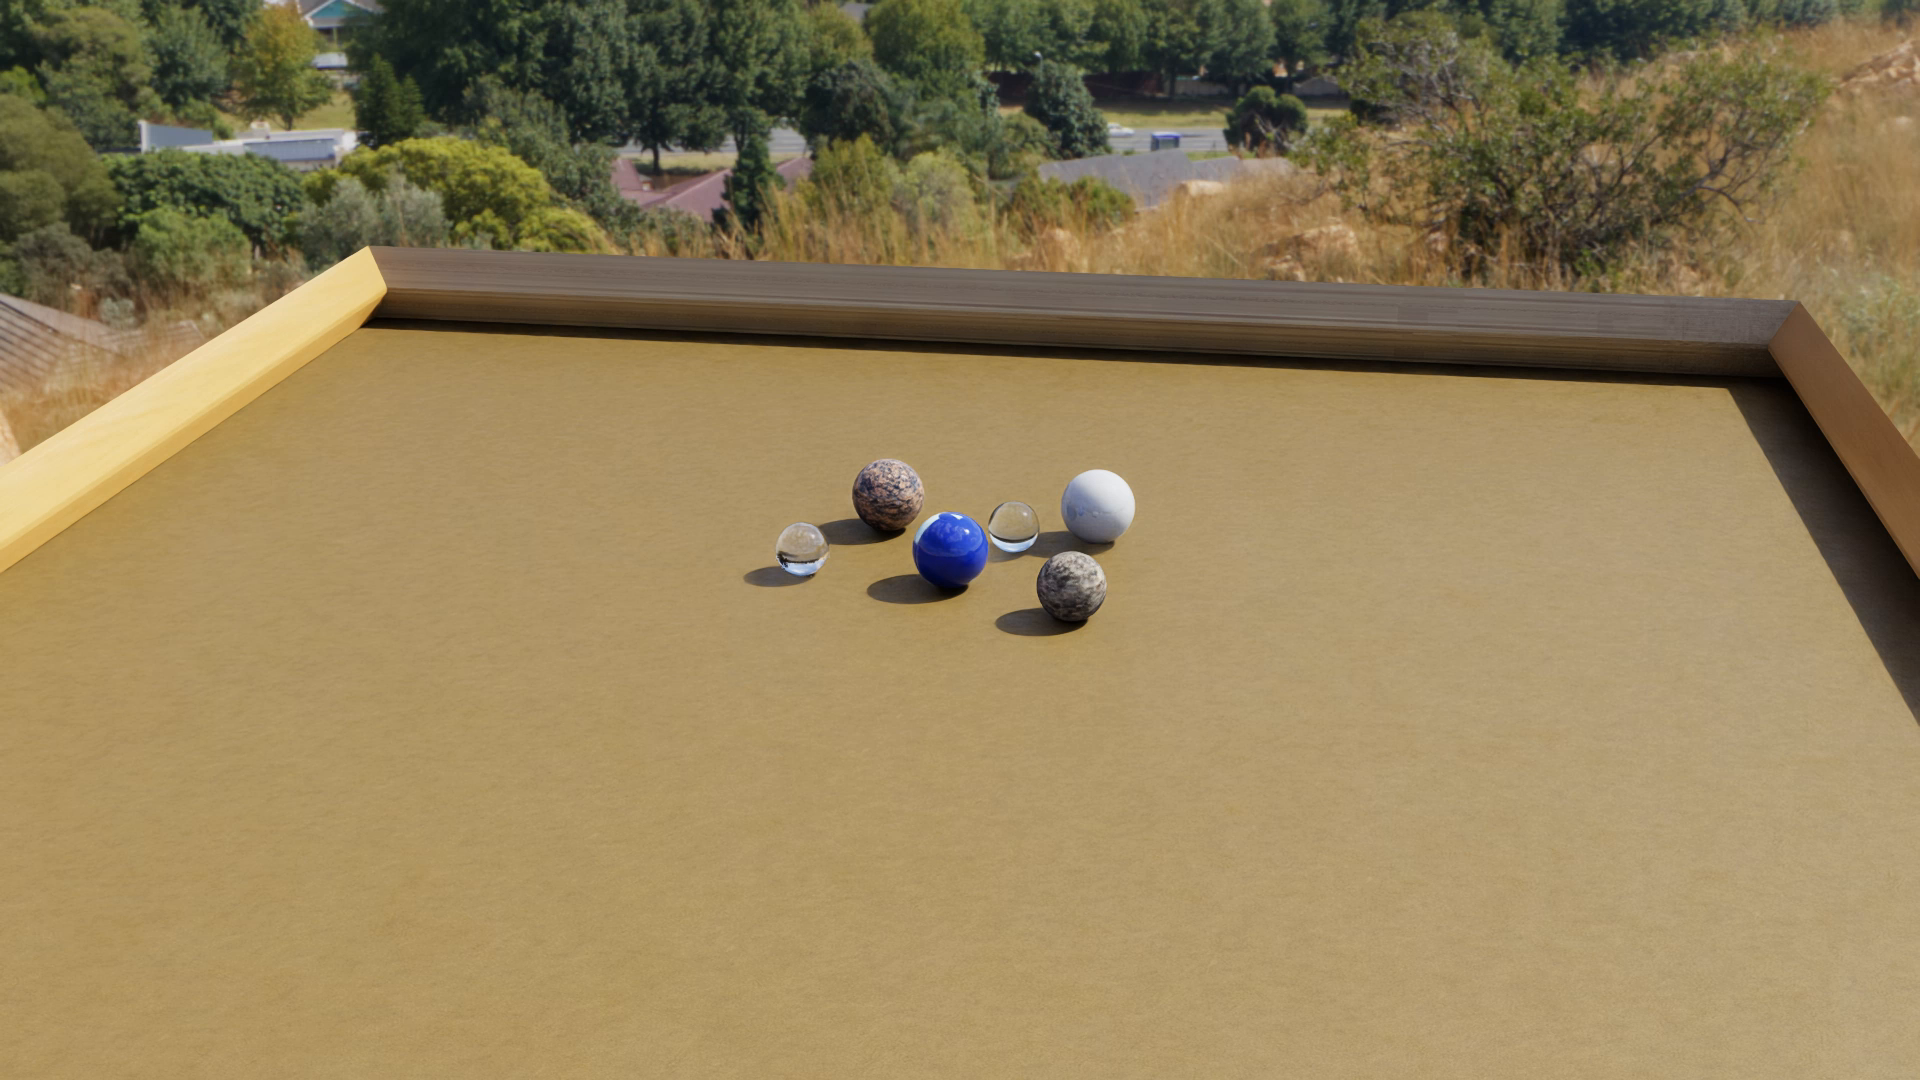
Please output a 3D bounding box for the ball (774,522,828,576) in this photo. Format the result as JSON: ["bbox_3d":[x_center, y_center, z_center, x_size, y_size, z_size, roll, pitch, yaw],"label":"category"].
[{"bbox_3d":[-0.179,0.010,2.485,0.061,0.061,0.061,0,22,0],"label":"ball"}]

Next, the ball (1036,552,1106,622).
[{"bbox_3d":[0.120,0.050,2.364,0.076,0.076,0.076,0,22,0],"label":"ball"}]

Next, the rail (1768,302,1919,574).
[{"bbox_3d":[0.906,0.371,1.500,0.045,0.114,3.636,3,22,8],"label":"rail"}]

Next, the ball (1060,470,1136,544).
[{"bbox_3d":[0.161,-0.039,2.573,0.088,0.088,0.088,0,22,0],"label":"ball"}]

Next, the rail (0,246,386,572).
[{"bbox_3d":[-1.180,0.254,1.795,0.045,0.114,3.636,3,22,8],"label":"rail"}]

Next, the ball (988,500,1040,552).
[{"bbox_3d":[0.063,-0.015,2.550,0.060,0.060,0.060,0,22,0],"label":"ball"}]

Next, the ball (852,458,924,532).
[{"bbox_3d":[-0.085,-0.054,2.612,0.086,0.086,0.086,0,22,0],"label":"ball"}]

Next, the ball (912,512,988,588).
[{"bbox_3d":[-0.011,0.011,2.449,0.086,0.086,0.086,0,22,0],"label":"ball"}]

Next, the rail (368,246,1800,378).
[{"bbox_3d":[0.133,-0.340,3.297,2.157,0.114,0.045,3,22,8],"label":"rail"}]
